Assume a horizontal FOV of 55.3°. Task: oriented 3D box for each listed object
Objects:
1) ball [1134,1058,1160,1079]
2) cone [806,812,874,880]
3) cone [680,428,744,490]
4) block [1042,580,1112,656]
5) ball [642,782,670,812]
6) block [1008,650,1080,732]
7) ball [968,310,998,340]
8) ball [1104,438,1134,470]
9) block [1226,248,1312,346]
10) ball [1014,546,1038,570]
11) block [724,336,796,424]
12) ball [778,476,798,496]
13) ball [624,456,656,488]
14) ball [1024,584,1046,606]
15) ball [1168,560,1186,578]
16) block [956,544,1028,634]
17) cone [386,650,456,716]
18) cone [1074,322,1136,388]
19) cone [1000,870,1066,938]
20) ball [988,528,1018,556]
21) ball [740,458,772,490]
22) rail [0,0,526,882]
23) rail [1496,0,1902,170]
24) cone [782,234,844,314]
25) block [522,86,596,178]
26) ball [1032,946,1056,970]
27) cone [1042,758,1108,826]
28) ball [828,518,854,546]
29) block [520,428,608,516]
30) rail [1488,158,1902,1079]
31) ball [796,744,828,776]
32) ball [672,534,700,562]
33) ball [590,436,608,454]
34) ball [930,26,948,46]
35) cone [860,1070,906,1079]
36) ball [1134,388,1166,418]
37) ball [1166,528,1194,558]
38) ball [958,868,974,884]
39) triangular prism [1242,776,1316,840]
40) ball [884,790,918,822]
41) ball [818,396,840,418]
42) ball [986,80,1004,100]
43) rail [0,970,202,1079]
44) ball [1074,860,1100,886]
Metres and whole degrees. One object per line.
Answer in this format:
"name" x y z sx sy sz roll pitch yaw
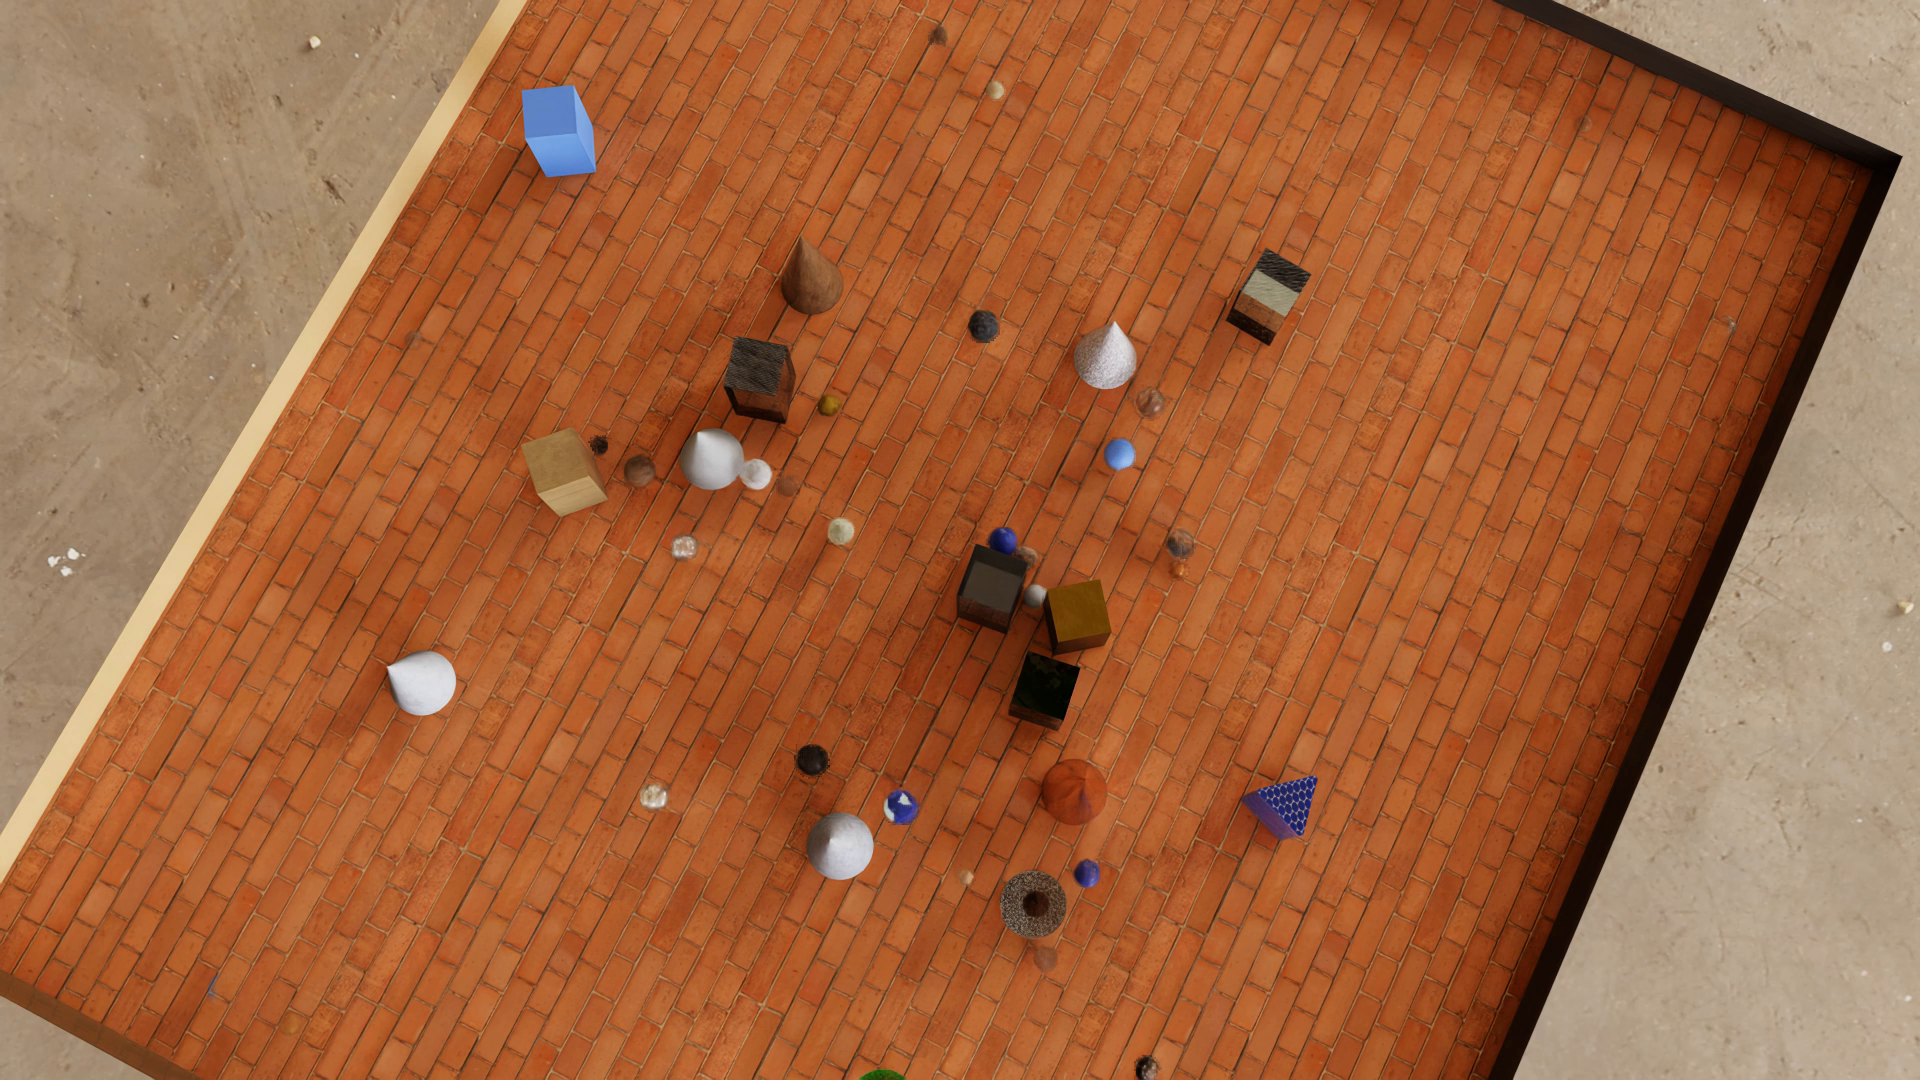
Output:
"ball" 0.538 1.522 5.266 0.070 0.070 0.070 0 78 0
"cone" -0.355 0.863 5.220 0.198 0.426 0.198 0 78 0
"cone" -0.768 -0.283 5.516 0.198 0.312 0.198 0 78 0
"block" 0.345 0.231 5.429 0.158 0.274 0.158 -11 79 -2
"ball" -0.900 0.759 5.417 0.084 0.084 0.084 0 78 0
"block" 0.244 0.445 5.367 0.158 0.309 0.158 18 79 4
"ball" 0.073 -0.669 5.707 0.095 0.095 0.095 0 78 0
"ball" 0.487 -0.263 5.623 0.095 0.095 0.095 0 78 0
"block" 0.945 -0.743 5.624 0.158 0.287 0.158 32 80 6
"ball" 0.198 0.055 5.567 0.075 0.075 0.075 0 78 0
"block" -0.603 -0.482 5.557 0.158 0.312 0.158 11 79 2
"ball" -0.528 -0.165 5.618 0.064 0.064 0.064 0 78 0
"ball" -0.980 -0.211 5.610 0.098 0.098 0.098 0 78 0
"ball" 0.227 0.168 5.547 0.069 0.069 0.069 0 78 0
"ball" 0.661 0.090 5.569 0.057 0.057 0.057 0 78 0
"block" 0.093 0.148 5.391 0.158 0.383 0.158 20 79 4
"cone" -1.620 0.395 5.354 0.198 0.354 0.198 0 78 0
"cone" 0.454 -0.605 5.554 0.198 0.368 0.198 0 78 0
"cone" 0.216 1.039 5.227 0.198 0.343 0.198 0 78 0
"ball" 0.131 0.008 5.570 0.089 0.089 0.089 0 78 0
"ball" -0.626 -0.201 5.610 0.094 0.094 0.094 0 78 0
"rail" -1.852 -0.900 5.736 0.045 0.129 4.824 26 80 5
"rail" 1.068 -2.085 5.981 4.189 0.129 0.045 26 80 5
"cone" -0.466 -0.849 5.572 0.198 0.431 0.198 0 78 0
"block" -1.251 -1.275 5.728 0.158 0.298 0.158 -6 78 -1
"ball" 0.245 1.217 5.331 0.066 0.066 0.066 0 78 0
"cone" 0.341 0.701 5.221 0.198 0.490 0.198 0 78 0
"ball" -0.364 -0.025 5.580 0.081 0.081 0.081 0 78 0
"block" -1.183 -0.201 5.500 0.158 0.310 0.158 -20 79 -4
"rail" 1.852 0.914 5.361 0.045 0.129 4.824 26 80 5
"ball" -0.438 0.652 5.434 0.094 0.094 0.094 0 78 0
"ball" -0.834 0.025 5.568 0.085 0.085 0.085 0 78 0
"ball" -1.111 -0.291 5.649 0.055 0.055 0.055 0 78 0
"ball" -0.066 -1.631 5.924 0.059 0.059 0.059 0 78 0
"cone" -0.223 1.582 5.060 0.198 0.449 0.198 0 78 0
"ball" 0.586 -0.424 5.656 0.094 0.094 0.094 0 78 0
"ball" 0.668 0.010 5.570 0.087 0.087 0.087 0 78 0
"ball" 0.016 0.991 5.388 0.046 0.046 0.046 0 78 0
"triangular prism" 0.948 0.747 5.296 0.148 0.325 0.171 -43 81 -8
"ball" -0.175 0.784 5.404 0.099 0.099 0.099 0 78 0
"ball" -0.406 -0.414 5.667 0.068 0.068 0.068 0 78 0
"ball" 0.112 -1.444 5.886 0.058 0.058 0.058 0 78 0
"rail" -1.068 2.099 5.115 4.189 0.129 0.045 26 80 5
"ball" 0.374 0.976 5.375 0.077 0.077 0.077 0 78 0
